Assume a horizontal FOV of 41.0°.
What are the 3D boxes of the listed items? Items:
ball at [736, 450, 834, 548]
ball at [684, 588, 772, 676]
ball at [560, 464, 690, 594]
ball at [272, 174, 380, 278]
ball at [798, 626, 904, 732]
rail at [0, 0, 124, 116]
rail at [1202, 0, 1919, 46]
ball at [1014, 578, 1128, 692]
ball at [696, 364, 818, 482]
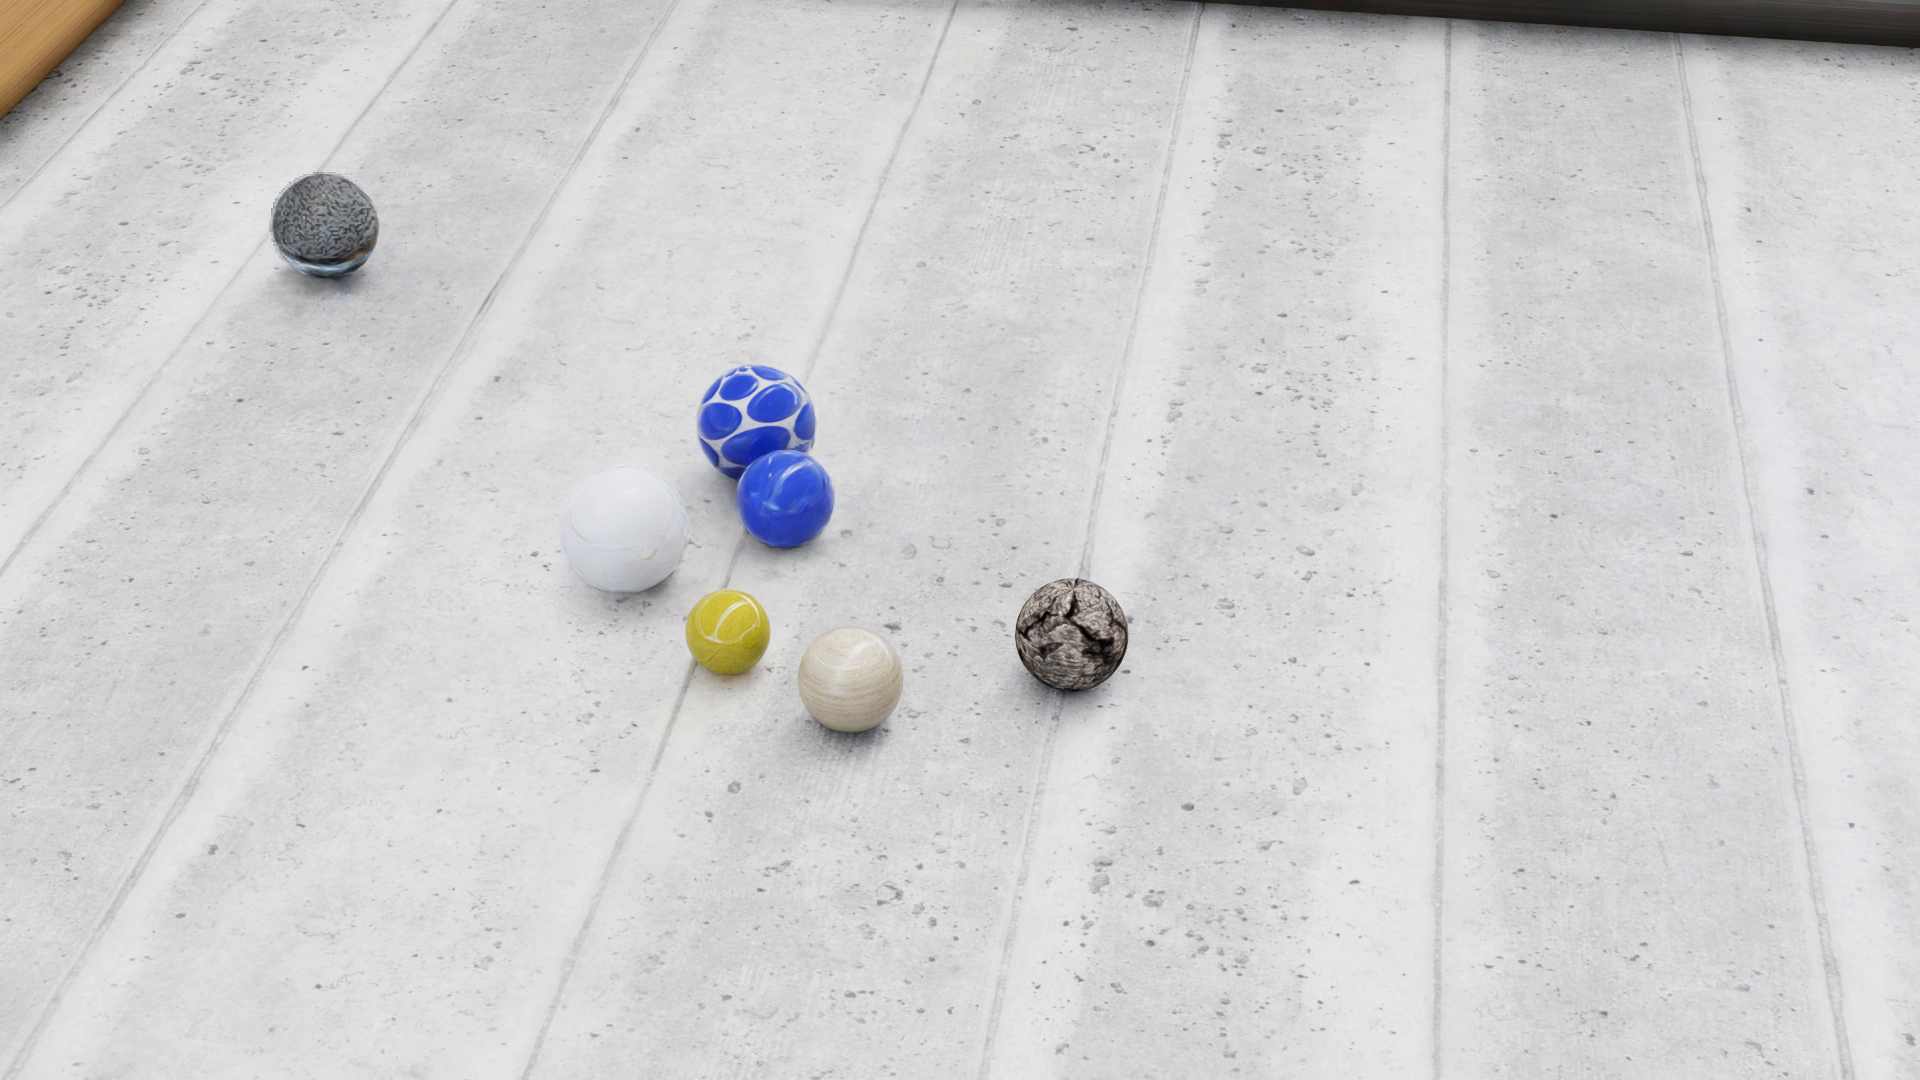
[{"bbox_3d":[-0.123,-0.029,1.815,0.070,0.070,0.070,0,35,0],"label":"ball"},{"bbox_3d":[-0.153,0.061,1.697,0.057,0.057,0.057,0,35,0],"label":"ball"},{"bbox_3d":[-0.231,-0.008,1.767,0.089,0.089,0.089,0,35,0],"label":"ball"},{"bbox_3d":[-0.526,-0.260,2.127,0.086,0.086,0.086,0,35,0],"label":"ball"},{"bbox_3d":[-0.070,0.090,1.647,0.068,0.068,0.068,0,35,0],"label":"ball"},{"bbox_3d":[-0.964,-0.106,1.882,0.045,0.115,2.064,5,35,7],"label":"rail"},{"bbox_3d":[1.147,-0.500,2.442,4.001,0.115,0.045,5,35,7],"label":"rail"},{"bbox_3d":[0.073,0.062,1.680,0.075,0.075,0.075,0,35,0],"label":"ball"},{"bbox_3d":[-0.149,-0.084,1.877,0.088,0.088,0.088,0,35,0],"label":"ball"}]
